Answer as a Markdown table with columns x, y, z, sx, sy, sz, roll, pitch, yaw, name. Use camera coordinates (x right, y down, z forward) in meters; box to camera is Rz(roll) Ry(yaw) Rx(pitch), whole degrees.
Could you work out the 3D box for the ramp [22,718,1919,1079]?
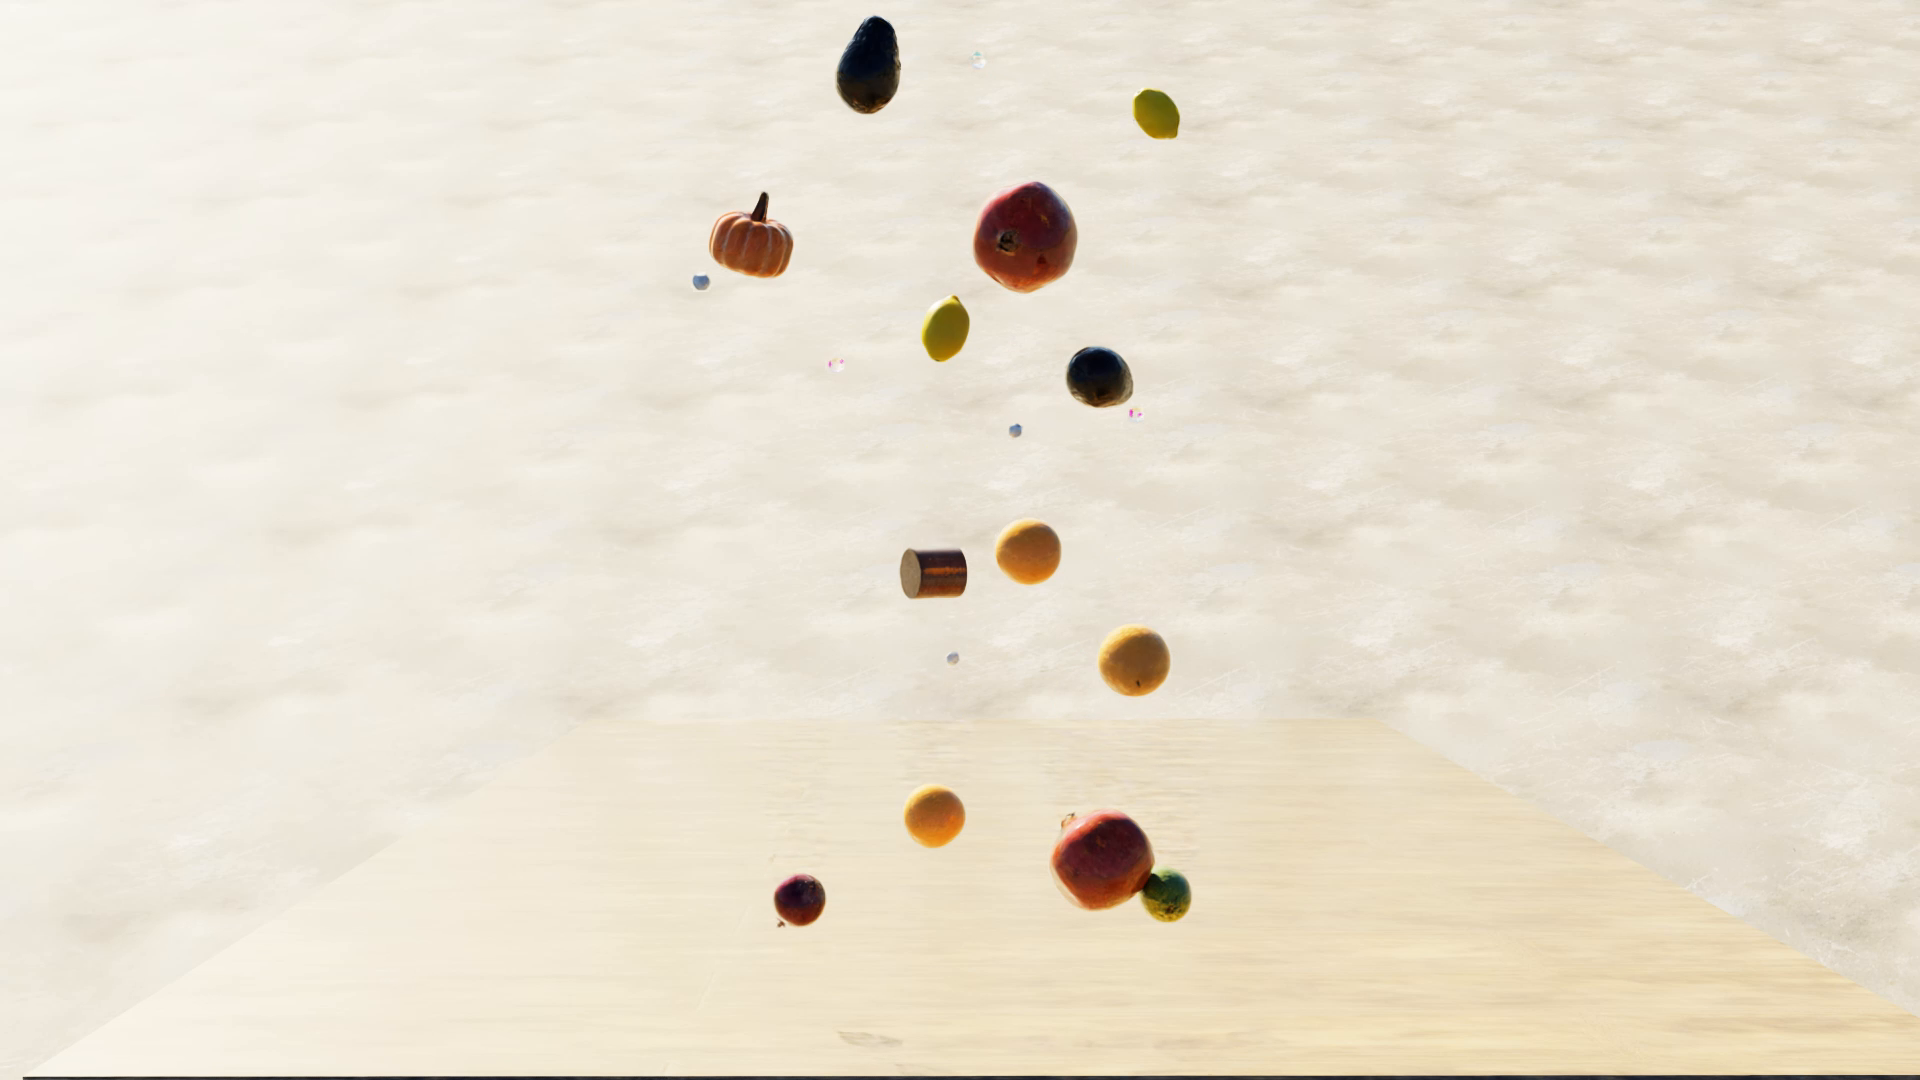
| x | y | z | sx | sy | sz | roll | pitch | yaw | name |
| --- | --- | --- | --- | --- | --- | --- | --- | --- | --- |
| 0.060 | 0.546 | 4.582 | 2.000 | 0.100 | 4.000 | 0 | 1 | 0 | ramp |
